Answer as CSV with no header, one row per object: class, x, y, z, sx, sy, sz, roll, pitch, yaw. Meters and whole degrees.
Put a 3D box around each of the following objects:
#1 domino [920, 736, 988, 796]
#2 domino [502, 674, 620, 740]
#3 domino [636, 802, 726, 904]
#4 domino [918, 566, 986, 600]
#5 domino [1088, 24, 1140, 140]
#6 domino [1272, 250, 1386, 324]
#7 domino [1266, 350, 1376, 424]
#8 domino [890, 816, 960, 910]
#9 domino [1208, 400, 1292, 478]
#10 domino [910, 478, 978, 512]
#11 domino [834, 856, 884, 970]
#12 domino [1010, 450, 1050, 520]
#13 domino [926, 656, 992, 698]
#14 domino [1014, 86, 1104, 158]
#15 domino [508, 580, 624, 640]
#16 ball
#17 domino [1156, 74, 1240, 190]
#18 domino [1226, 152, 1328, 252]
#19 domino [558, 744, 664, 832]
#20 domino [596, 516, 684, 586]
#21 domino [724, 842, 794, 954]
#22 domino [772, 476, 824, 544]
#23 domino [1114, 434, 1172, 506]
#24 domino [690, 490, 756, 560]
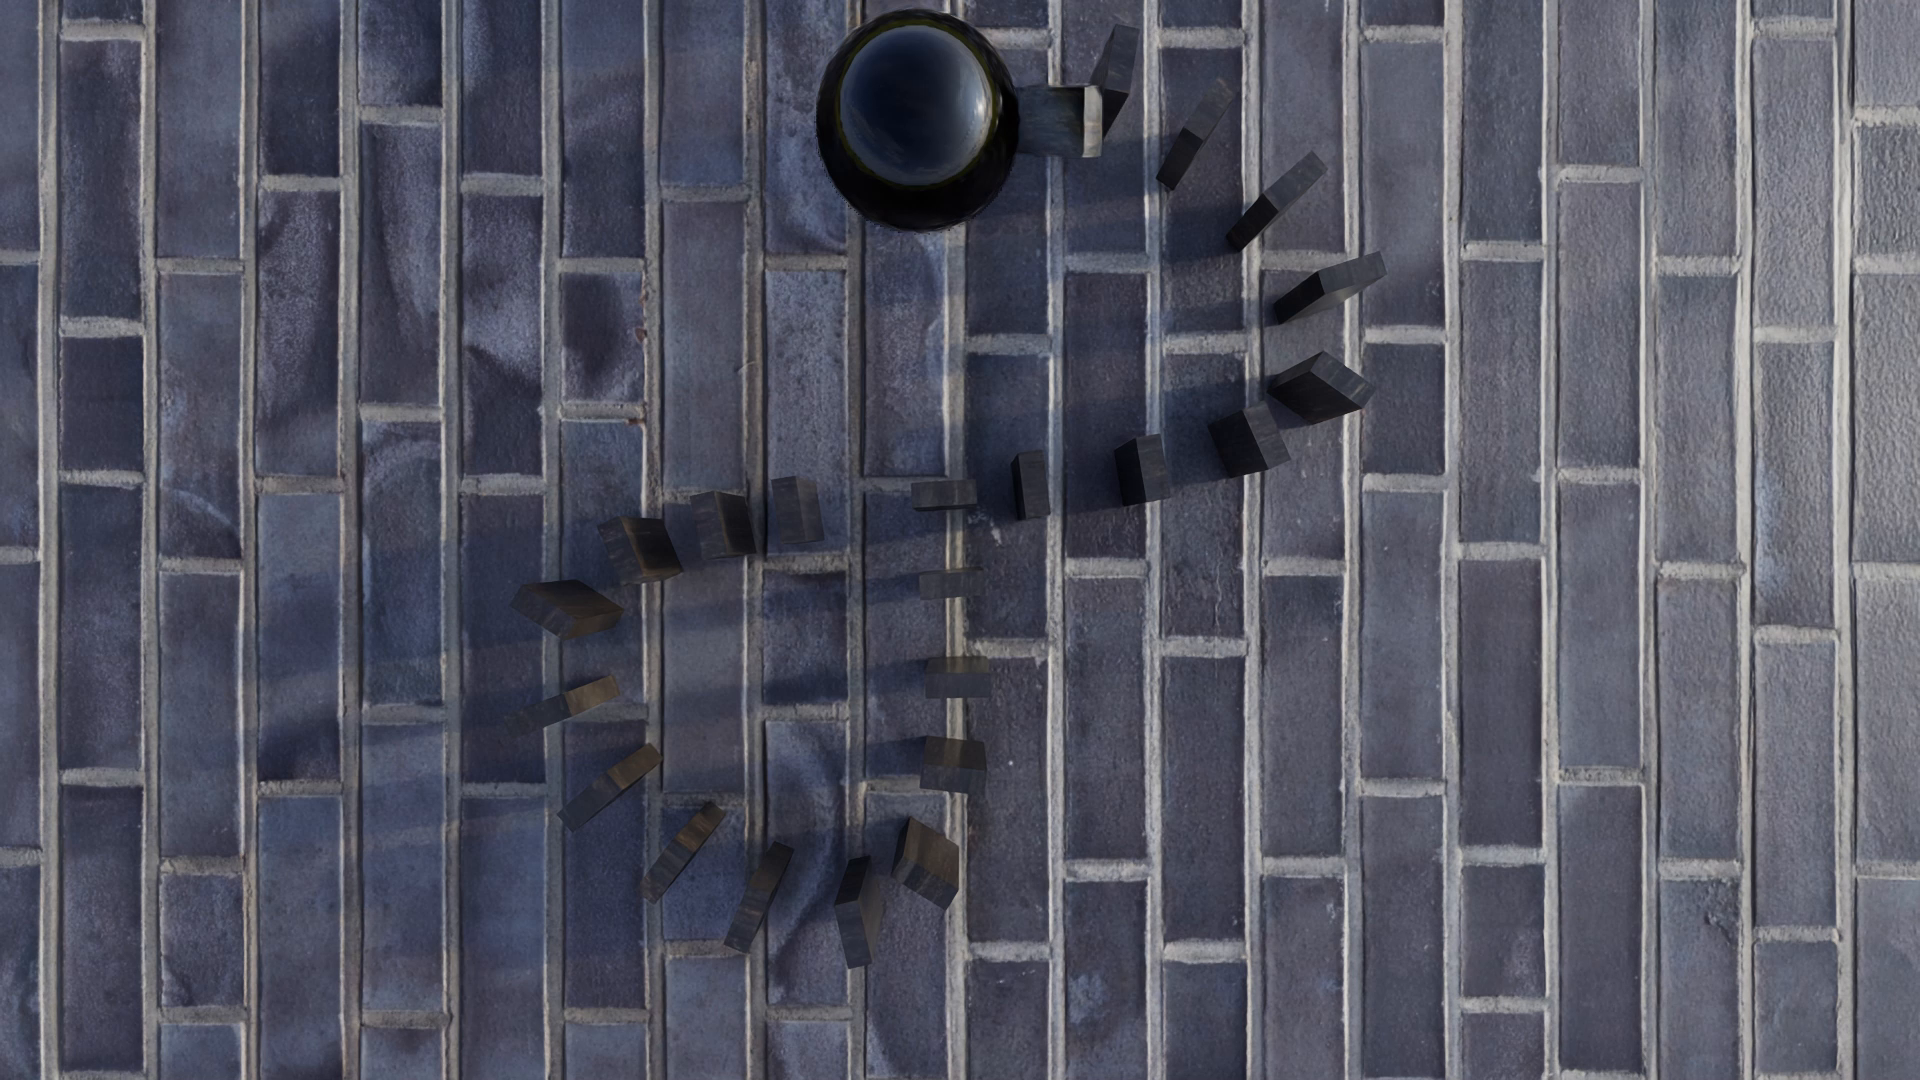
domino,-0.003,0.092,0.375,0.025,0.050,0.010,7,90,0
domino,-0.162,0.067,0.375,0.025,0.050,0.009,-21,90,0
domino,-0.113,0.127,0.375,0.009,0.050,0.025,37,90,0
domino,-0.003,0.017,0.375,0.025,0.050,0.010,-5,90,0
domino,0.060,-0.184,0.375,0.010,0.050,0.025,9,90,-5
domino,0.150,-0.102,0.375,0.025,0.050,0.009,-18,90,0
domino,0.146,-0.061,0.375,0.025,0.050,0.010,35,90,0
domino,-0.014,0.131,0.375,0.025,0.050,0.010,32,90,0
domino,0.117,-0.040,0.375,0.009,0.050,0.025,-24,90,0
domino,-0.006,-0.018,0.375,0.025,0.050,0.009,-4,90,0
domino,-0.041,0.151,0.375,0.010,0.050,0.025,-13,90,0
domino,0.028,-0.021,0.375,0.009,0.050,0.025,-7,90,0
domino,-0.001,0.056,0.375,0.025,0.050,0.010,-1,90,0
domino,0.037,-0.171,0.374,0.010,0.050,0.025,-20,122,-31
domino,-0.159,0.028,0.375,0.025,0.050,0.009,32,90,0
ball,-0.017,-0.163,0.360,0.080,0.080,0.080,0,90,0
domino,0.096,-0.166,0.375,0.009,0.050,0.025,34,90,0
domino,0.128,-0.137,0.375,0.025,0.050,0.009,-41,90,0
domino,-0.142,0.100,0.375,0.025,0.050,0.009,-41,90,0
domino,-0.130,0.004,0.375,0.010,0.050,0.025,-23,90,0
domino,-0.081,0.145,0.375,0.009,0.050,0.025,23,90,0
domino,-0.066,-0.011,0.375,0.010,0.050,0.025,-9,90,0
domino,0.074,-0.028,0.375,0.010,0.050,0.025,-10,90,0
domino,-0.096,-0.006,0.375,0.010,0.050,0.025,-12,90,0
